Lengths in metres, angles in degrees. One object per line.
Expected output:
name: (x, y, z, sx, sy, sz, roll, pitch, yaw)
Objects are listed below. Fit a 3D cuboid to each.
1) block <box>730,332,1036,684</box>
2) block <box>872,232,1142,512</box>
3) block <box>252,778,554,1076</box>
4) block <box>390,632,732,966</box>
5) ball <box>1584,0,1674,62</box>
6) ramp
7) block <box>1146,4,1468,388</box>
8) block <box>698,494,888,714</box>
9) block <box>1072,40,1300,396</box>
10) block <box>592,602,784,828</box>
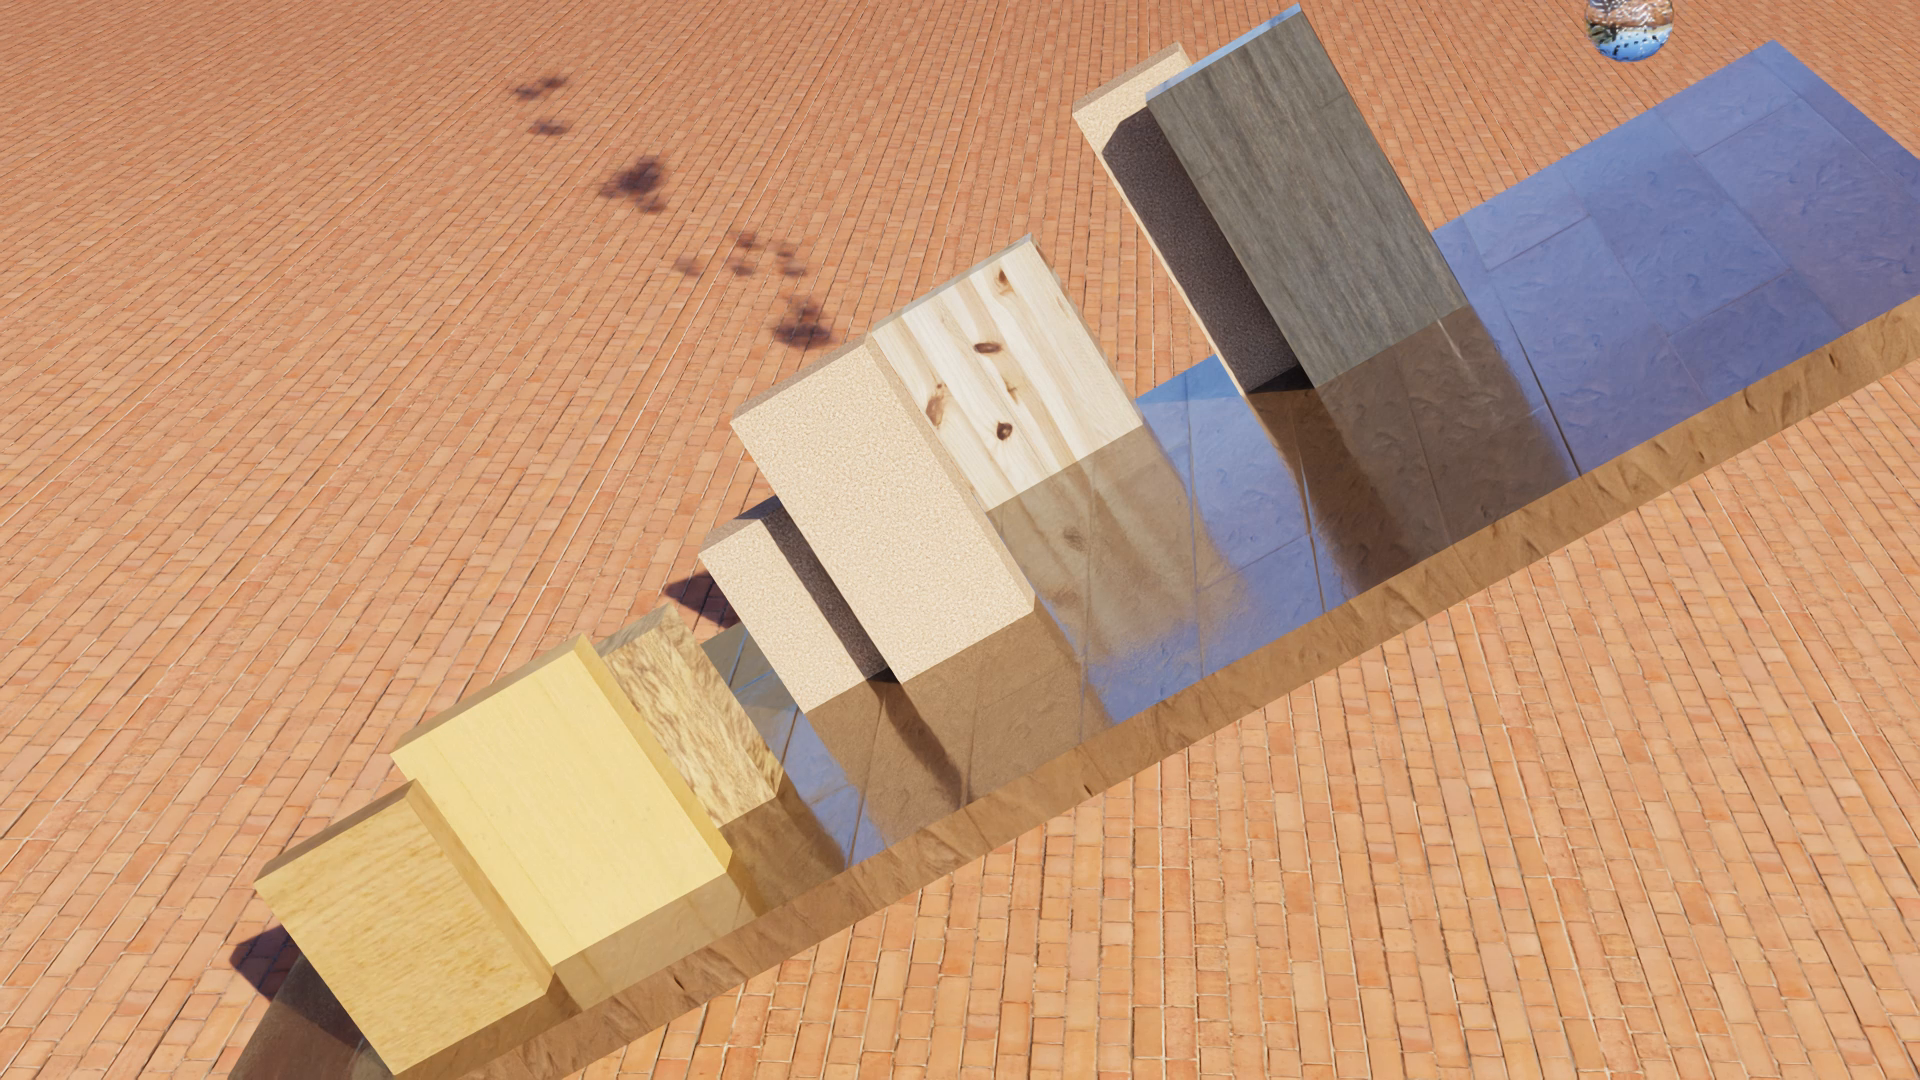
block: (-0.157, -0.064, 6.135, 0.327, 0.669, 0.107, -29, 15, 13)
block: (0.113, -0.392, 6.940, 0.435, 0.514, 0.085, -29, 15, 13)
block: (-1.087, 0.760, 5.762, 0.365, 0.483, 0.095, -29, 15, 13)
block: (-0.782, 0.519, 5.797, 0.435, 0.541, 0.097, -29, 15, 13)
ball: (1.329, -1.036, 5.840, 0.175, 0.175, 0.175, 0, 19, 0)
ramp: (0.141, 0.169, 6.288, 4.000, 0.100, 2.000, -29, 15, 13)
block: (0.745, -0.734, 6.311, 0.375, 0.730, 0.108, -29, 15, 13)
block: (-0.301, 0.101, 6.378, 0.344, 0.426, 0.134, -29, 15, 13)
block: (0.561, -0.719, 6.603, 0.271, 0.749, 0.141, -29, 15, 13)
block: (-0.610, 0.395, 6.054, 0.292, 0.434, 0.137, -29, 15, 13)
